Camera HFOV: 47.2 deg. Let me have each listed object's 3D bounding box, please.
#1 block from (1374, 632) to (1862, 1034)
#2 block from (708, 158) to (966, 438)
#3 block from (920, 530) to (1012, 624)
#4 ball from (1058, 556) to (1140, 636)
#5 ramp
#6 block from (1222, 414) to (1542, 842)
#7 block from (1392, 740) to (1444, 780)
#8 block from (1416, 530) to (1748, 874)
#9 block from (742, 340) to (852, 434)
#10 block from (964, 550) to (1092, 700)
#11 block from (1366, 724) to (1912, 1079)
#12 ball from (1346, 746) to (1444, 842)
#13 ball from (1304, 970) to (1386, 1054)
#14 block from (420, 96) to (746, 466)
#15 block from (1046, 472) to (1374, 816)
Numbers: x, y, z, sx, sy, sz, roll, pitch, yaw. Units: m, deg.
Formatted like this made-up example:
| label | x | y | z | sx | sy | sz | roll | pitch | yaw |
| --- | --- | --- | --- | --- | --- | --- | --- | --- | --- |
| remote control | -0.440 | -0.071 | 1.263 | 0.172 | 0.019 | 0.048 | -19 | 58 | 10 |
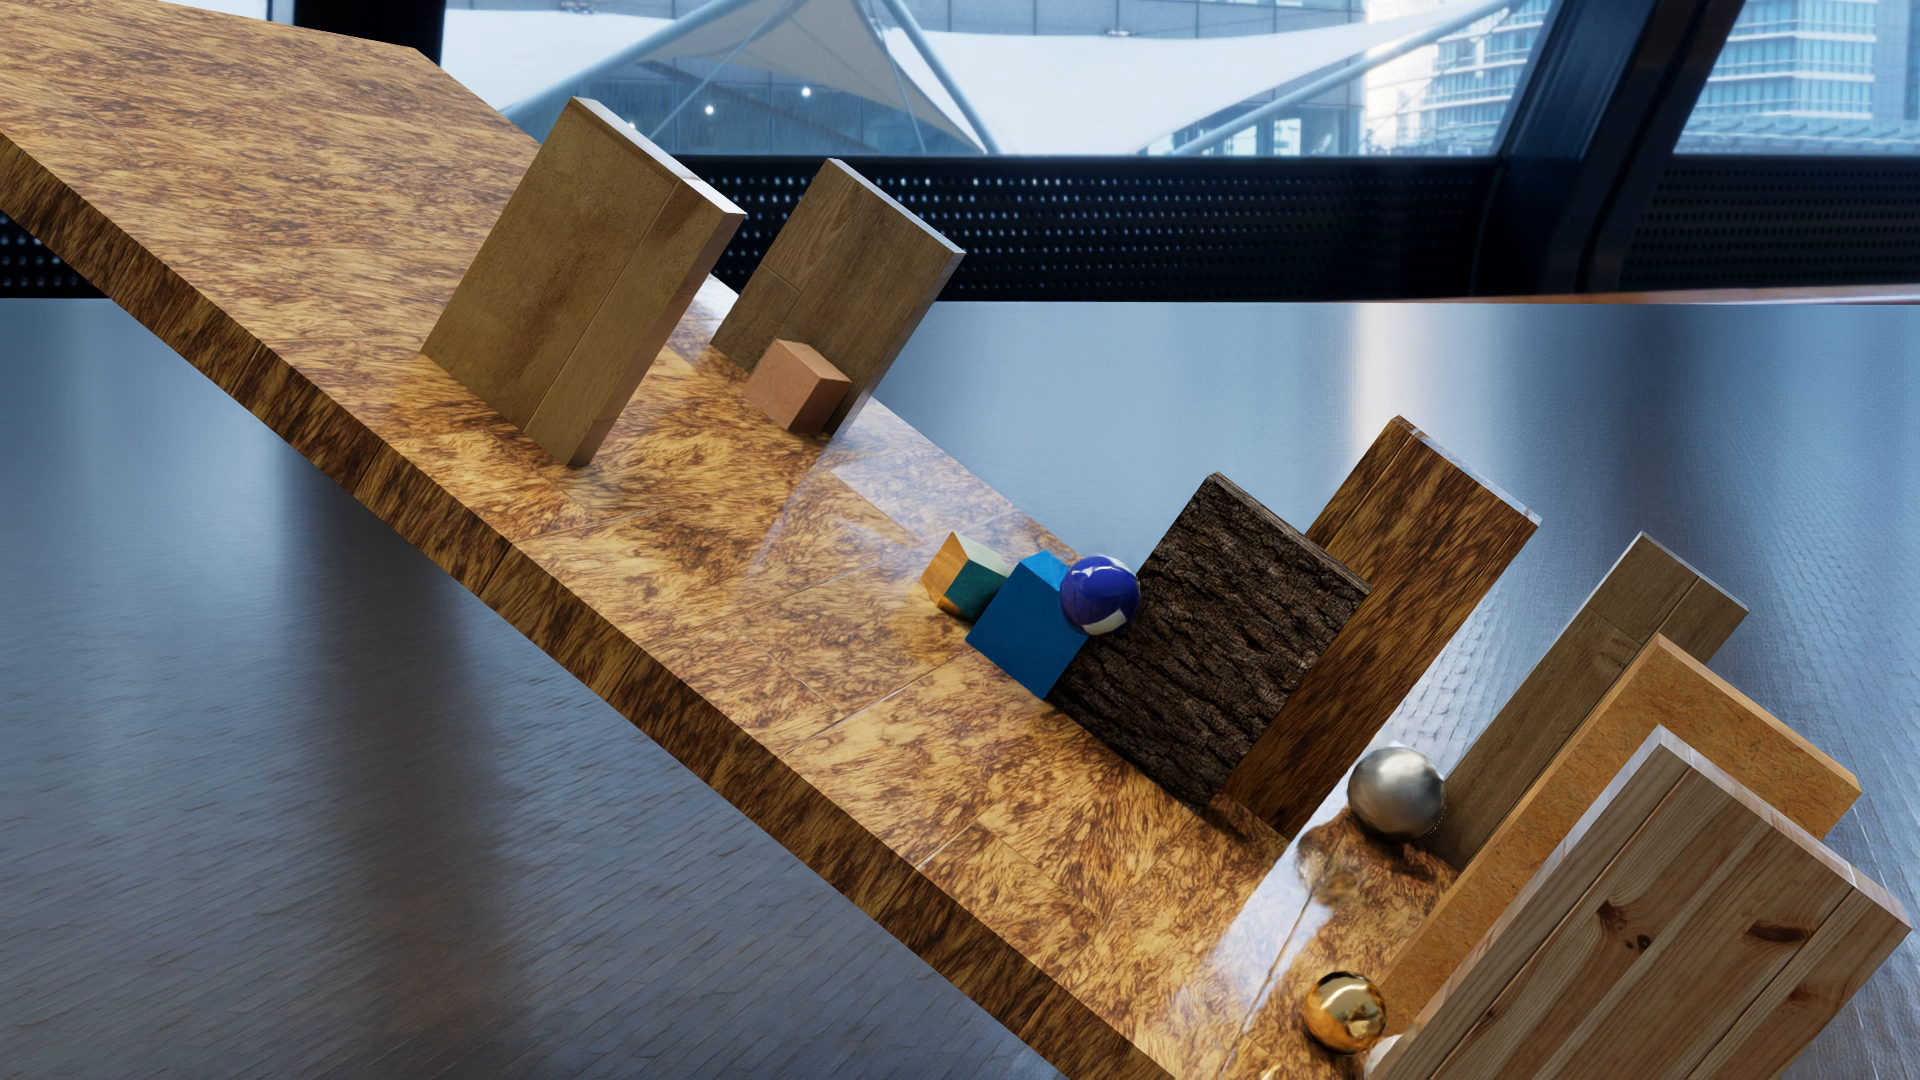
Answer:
| label | x | y | z | sx | sy | sz | roll | pitch | yaw |
| --- | --- | --- | --- | --- | --- | --- | --- | --- | --- |
| block | 1.021 | 0.570 | 3.506 | 0.367 | 0.774 | 0.122 | 38 | 16 | 10 |
| block | -0.261 | -0.508 | 4.629 | 0.339 | 0.471 | 0.081 | 38 | 16 | 10 |
| block | 0.015 | 0.075 | 4.138 | 0.113 | 0.113 | 0.113 | 27 | 17 | -28 |
| ball | 0.245 | 0.098 | 3.881 | 0.142 | 0.142 | 0.142 | 0 | 7 | 0 |
| ramp | -0.087 | 0.158 | 4.080 | 4.000 | 0.100 | 2.000 | 38 | 16 | 10 |
| block | 0.723 | 0.167 | 4.131 | 0.325 | 0.751 | 0.139 | 38 | 16 | 10 |
| block | 0.927 | 0.524 | 4.661 | 0.129 | 0.129 | 0.129 | 38 | 16 | 13 |
| block | 1.277 | 0.375 | 4.581 | 0.258 | 0.793 | 0.092 | 38 | 16 | 10 |
| block | -0.335 | -0.315 | 4.531 | 0.134 | 0.134 | 0.134 | 41 | 16 | 20 |
| block | 0.155 | 0.155 | 4.062 | 0.181 | 0.181 | 0.181 | 38 | 16 | 10 |
| block | 0.869 | 0.663 | 2.971 | 0.382 | 0.743 | 0.130 | 38 | 16 | 10 |
| ball | 0.885 | 0.517 | 4.472 | 0.195 | 0.195 | 0.195 | 0 | 7 | 0 |
| ball | 0.590 | 0.725 | 3.371 | 0.126 | 0.126 | 0.126 | 0 | 7 | 0 |
| block | -0.616 | -0.417 | 3.572 | 0.321 | 0.497 | 0.087 | 38 | 16 | 10 |
| block | 0.447 | 0.186 | 3.960 | 0.347 | 0.507 | 0.104 | 38 | 16 | 10 |
